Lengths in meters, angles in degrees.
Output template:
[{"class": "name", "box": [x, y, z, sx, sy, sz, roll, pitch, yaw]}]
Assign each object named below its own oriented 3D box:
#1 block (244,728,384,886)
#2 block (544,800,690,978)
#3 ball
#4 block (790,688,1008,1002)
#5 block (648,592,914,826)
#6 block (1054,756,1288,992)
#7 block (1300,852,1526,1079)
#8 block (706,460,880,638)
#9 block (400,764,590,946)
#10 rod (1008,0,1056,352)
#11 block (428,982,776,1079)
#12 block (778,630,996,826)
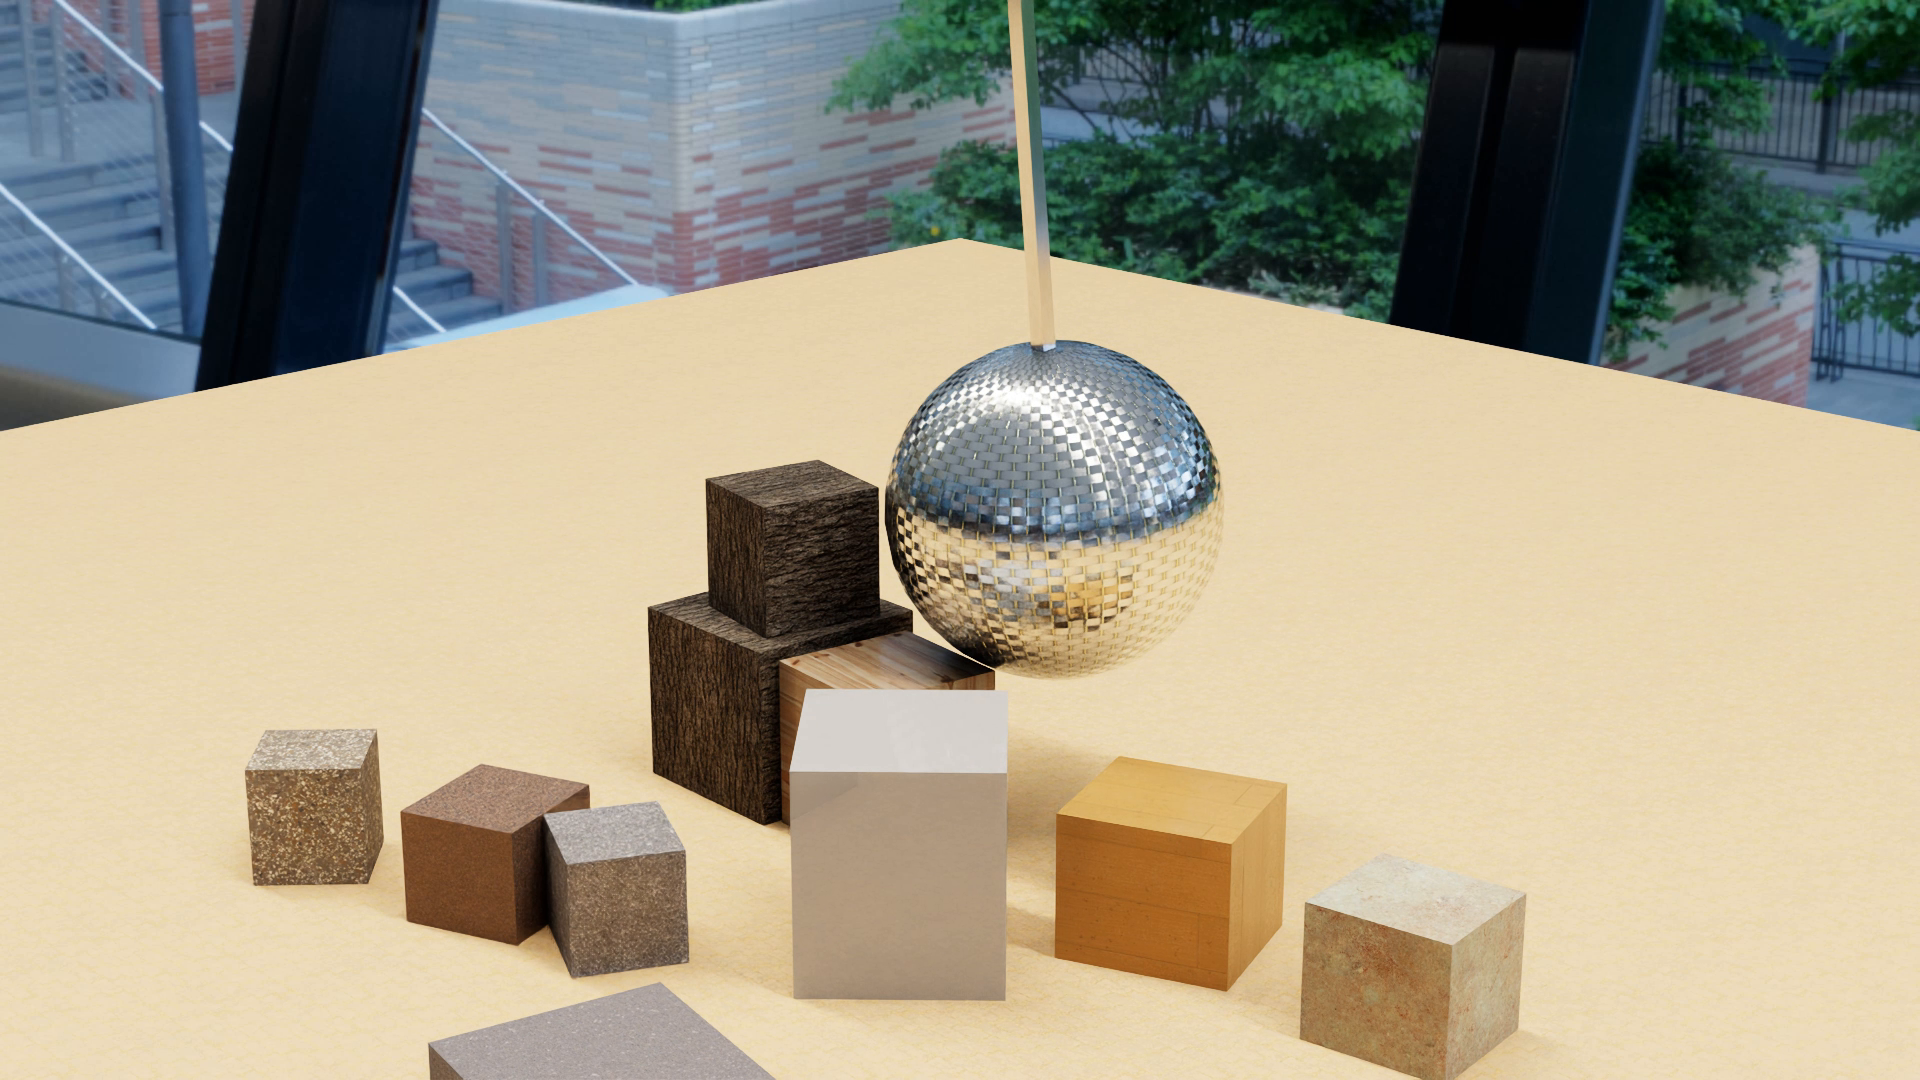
[{"class": "block", "box": [-2.965, 1.226, 13.500, 0.517, 0.566, 0.497, -1, 17, -2]}, {"class": "block", "box": [-1.490, 1.504, 12.681, 0.509, 0.526, 0.568, -5, 18, -17]}, {"class": "ball", "box": [0.443, -0.141, 13.762, 1.600, 1.600, 1.600, 0, 17, 0]}, {"class": "block", "box": [-0.242, 1.288, 12.543, 0.885, 1.022, 0.964, 0, 17, 1]}, {"class": "block", "box": [-0.882, 0.753, 14.490, 0.944, 0.875, 0.902, -15, 23, -39]}, {"class": "block", "box": [0.915, 1.429, 12.678, 0.784, 0.672, 0.725, 8, 19, 23]}, {"class": "block", "box": [1.829, 1.723, 11.849, 0.663, 0.608, 0.618, 13, 22, 36]}, {"class": "block", "box": [-0.811, 0.035, 14.229, 0.631, 0.650, 0.584, -11, 20, -31]}, {"class": "block", "box": [-2.052, 1.390, 13.042, 0.580, 0.527, 0.620, 8, 19, 24]}, {"class": "rod", "box": [0.192, -3.291, 12.508, 0.080, 5.200, 0.080, 17, 30, 42]}, {"class": "block", "box": [-1.211, 2.168, 10.001, 0.881, 0.867, 0.869, -11, 20, -30]}, {"class": "block", "box": [-0.344, 0.980, 13.857, 0.736, 0.821, 0.715, -13, 21, -35]}]
